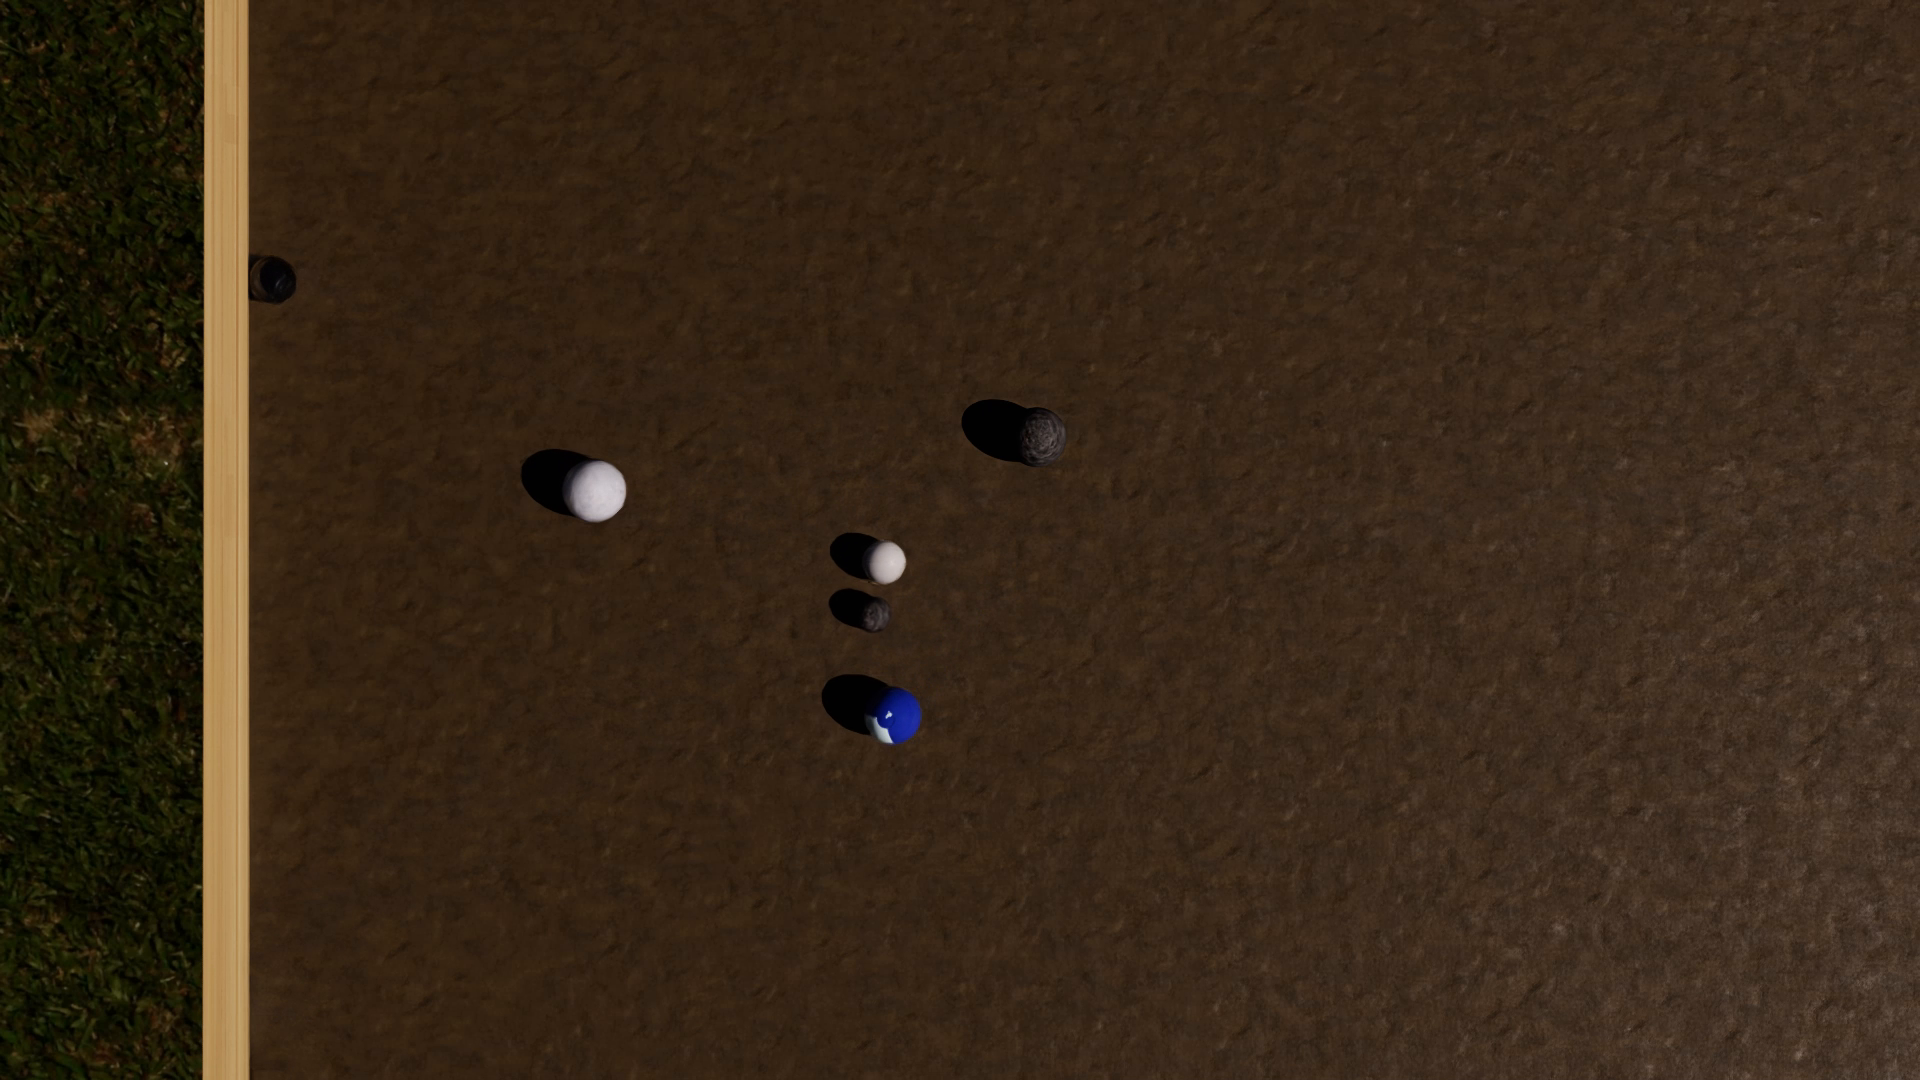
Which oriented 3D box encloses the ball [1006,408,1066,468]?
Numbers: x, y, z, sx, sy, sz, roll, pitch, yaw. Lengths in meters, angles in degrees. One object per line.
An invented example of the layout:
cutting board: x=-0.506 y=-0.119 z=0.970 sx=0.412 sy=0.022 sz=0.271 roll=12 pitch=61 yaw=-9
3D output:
ball: x=0.114 y=-0.152 z=3.262 sx=0.089 sy=0.089 sz=0.089 roll=0 pitch=84 yaw=0

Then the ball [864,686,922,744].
ball: x=-0.098 y=0.256 z=3.218 sx=0.085 sy=0.085 sz=0.085 roll=0 pitch=84 yaw=0

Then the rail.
rail: x=-1.065 y=0.036 z=3.222 sx=0.045 sy=0.123 sz=2.431 roll=-2 pitch=84 yaw=0

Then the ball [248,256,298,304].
ball: x=-1.030 y=-0.389 z=3.297 sx=0.072 sy=0.072 sz=0.072 roll=0 pitch=84 yaw=0

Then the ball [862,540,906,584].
ball: x=-0.113 y=0.033 z=3.253 sx=0.065 sy=0.065 sz=0.065 roll=0 pitch=84 yaw=0

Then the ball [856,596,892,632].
ball: x=-0.127 y=0.110 z=3.250 sx=0.055 sy=0.055 sz=0.055 roll=0 pitch=84 yaw=0

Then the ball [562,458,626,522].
ball: x=-0.540 y=-0.073 z=3.250 sx=0.095 sy=0.095 sz=0.095 roll=0 pitch=84 yaw=0
